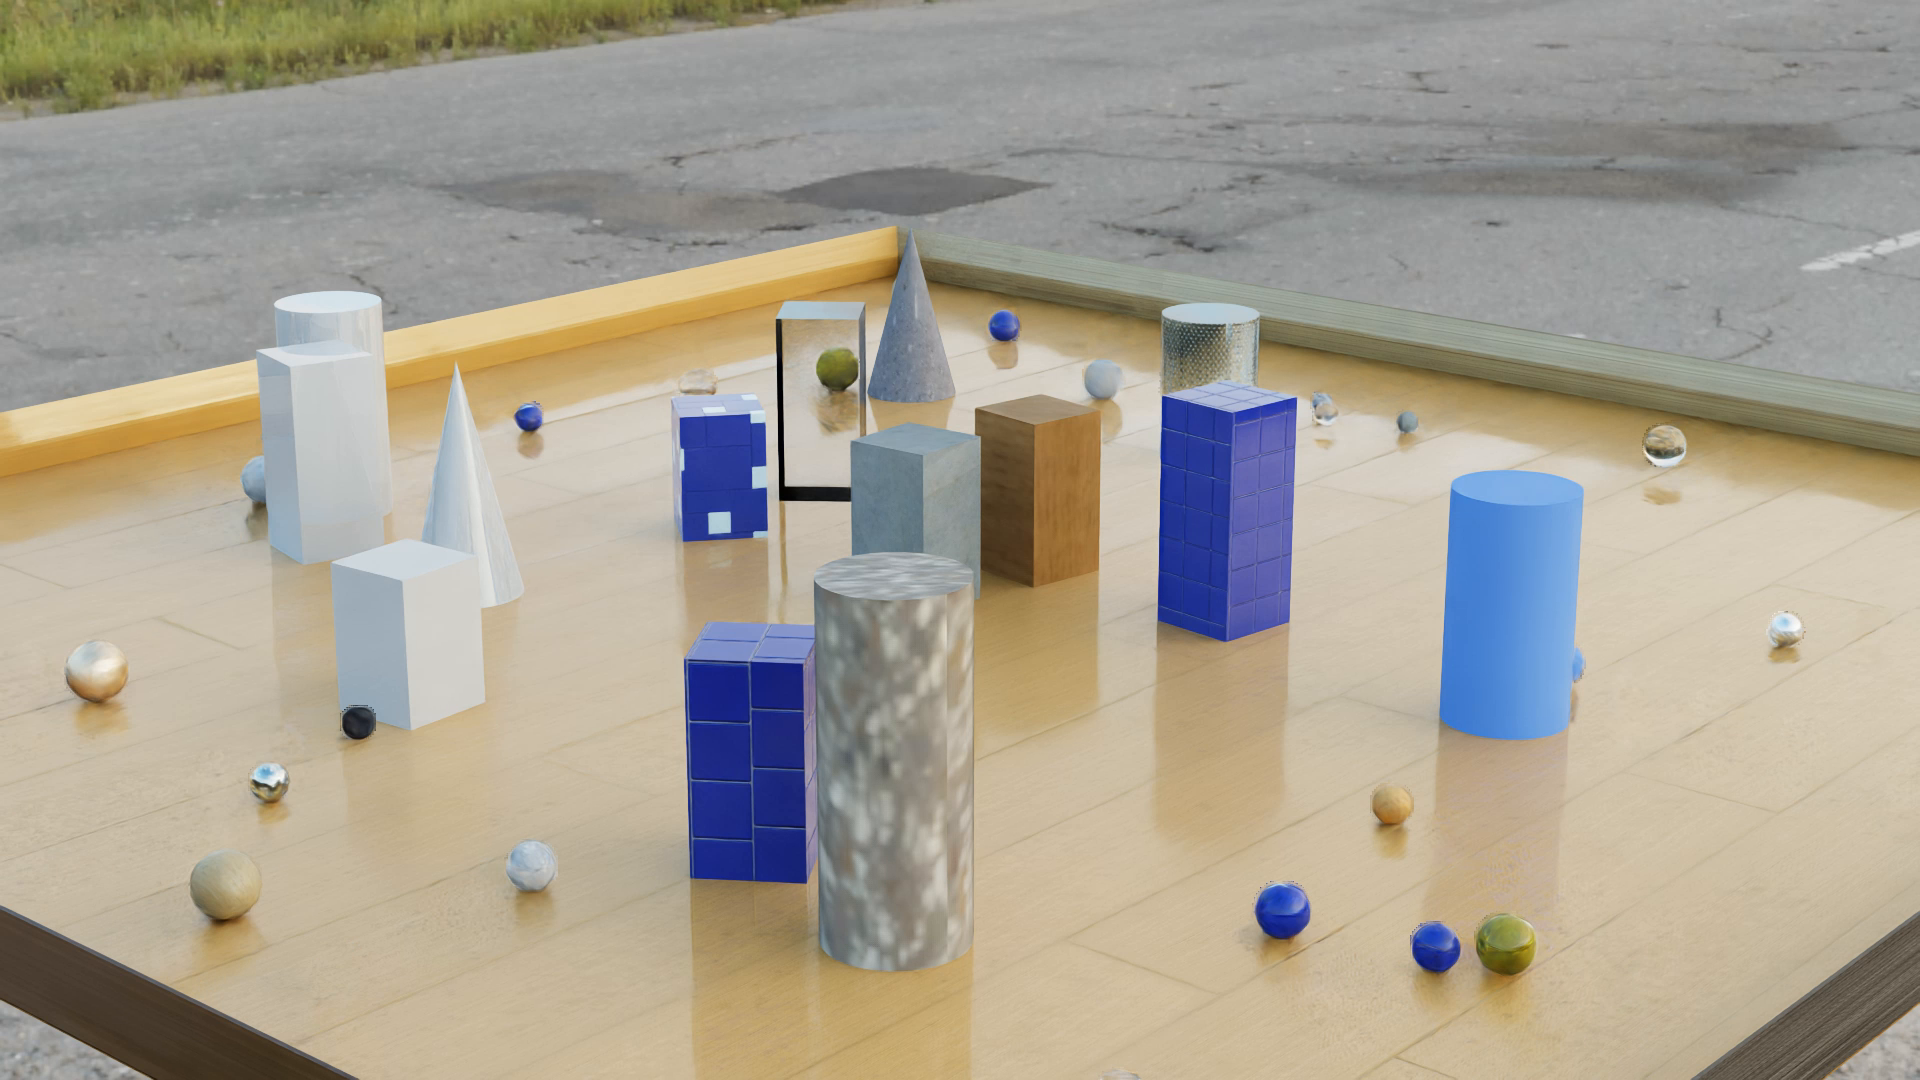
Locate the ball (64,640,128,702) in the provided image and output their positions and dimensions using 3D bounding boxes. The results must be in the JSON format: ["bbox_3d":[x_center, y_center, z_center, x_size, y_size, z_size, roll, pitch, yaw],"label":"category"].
[{"bbox_3d":[-1.355,0.206,4.604,0.096,0.096,0.096,0,17,0],"label":"ball"}]

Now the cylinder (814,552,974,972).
[{"bbox_3d":[-0.081,0.277,3.689,0.198,0.487,0.198,0,17,0],"label":"cylinder"}]

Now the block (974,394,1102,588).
[{"bbox_3d":[0.138,-0.090,5.238,0.159,0.297,0.159,-14,22,-39],"label":"block"}]

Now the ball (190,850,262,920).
[{"bbox_3d":[-0.954,0.448,3.809,0.091,0.091,0.091,0,17,0],"label":"ball"}]

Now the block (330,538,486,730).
[{"bbox_3d":[-0.857,0.145,4.557,0.159,0.240,0.159,12,21,35],"label":"block"}]

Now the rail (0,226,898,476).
[{"bbox_3d":[-1.457,-0.333,6.331,0.045,0.129,3.988,14,22,39],"label":"rail"}]

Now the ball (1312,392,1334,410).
[{"bbox_3d":[0.788,-0.298,6.368,0.044,0.044,0.044,0,17,0],"label":"ball"}]

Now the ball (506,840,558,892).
[{"bbox_3d":[-0.569,0.434,3.897,0.067,0.067,0.067,0,17,0],"label":"ball"}]

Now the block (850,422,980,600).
[{"bbox_3d":[-0.076,-0.035,5.064,0.159,0.291,0.159,13,21,36],"label":"block"}]

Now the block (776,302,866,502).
[{"bbox_3d":[-0.269,-0.271,5.727,0.159,0.362,0.159,1,17,3],"label":"block"}]

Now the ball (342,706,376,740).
[{"bbox_3d":[-0.912,0.277,4.447,0.050,0.050,0.050,0,17,0],"label":"ball"}]

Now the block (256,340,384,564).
[{"bbox_3d":[-1.167,-0.162,5.355,0.159,0.368,0.159,-11,20,-33],"label":"block"}]

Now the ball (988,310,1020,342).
[{"bbox_3d":[0.106,-0.513,7.027,0.075,0.075,0.075,0,17,0],"label":"ball"}]

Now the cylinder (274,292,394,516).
[{"bbox_3d":[-1.192,-0.253,5.586,0.198,0.409,0.198,0,17,0],"label":"cylinder"}]

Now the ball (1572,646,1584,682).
[{"bbox_3d":[0.958,0.197,4.676,0.072,0.072,0.072,0,17,0],"label":"ball"}]

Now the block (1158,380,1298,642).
[{"bbox_3d":[0.449,-0.051,4.939,0.159,0.395,0.159,-15,22,-40],"label":"block"}]

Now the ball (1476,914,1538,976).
[{"bbox_3d":[0.681,0.503,3.650,0.077,0.077,0.077,0,17,0],"label":"ball"}]

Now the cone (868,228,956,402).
[{"bbox_3d":[-0.108,-0.511,6.497,0.198,0.376,0.198,0,17,0],"label":"cone"}]

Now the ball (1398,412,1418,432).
[{"bbox_3d":[0.947,-0.249,6.204,0.044,0.044,0.044,0,17,0],"label":"ball"}]

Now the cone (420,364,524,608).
[{"bbox_3d":[-0.865,-0.108,5.091,0.198,0.417,0.198,0,17,0],"label":"cone"}]

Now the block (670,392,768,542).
[{"bbox_3d":[-0.452,-0.138,5.498,0.159,0.238,0.159,-3,17,-11],"label":"block"}]

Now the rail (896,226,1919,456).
[{"bbox_3d":[1.292,-0.397,6.544,3.908,0.129,0.045,14,22,39],"label":"rail"}]

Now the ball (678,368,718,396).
[{"bbox_3d":[-0.573,-0.332,6.411,0.085,0.085,0.085,0,17,0],"label":"ball"}]

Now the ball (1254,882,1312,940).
[{"bbox_3d":[0.414,0.475,3.754,0.072,0.072,0.072,0,17,0],"label":"ball"}]

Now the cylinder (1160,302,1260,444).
[{"bbox_3d":[0.508,-0.316,5.981,0.198,0.300,0.198,0,17,0],"label":"cylinder"}]

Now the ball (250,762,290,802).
[{"bbox_3d":[-0.990,0.347,4.206,0.056,0.056,0.056,0,17,0],"label":"ball"}]

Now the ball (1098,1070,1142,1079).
[{"bbox_3d":[0.179,0.624,3.272,0.064,0.064,0.064,0,17,0],"label":"ball"}]

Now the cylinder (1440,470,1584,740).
[{"bbox_3d":[0.843,0.098,4.489,0.198,0.370,0.198,0,17,0],"label":"cylinder"}]

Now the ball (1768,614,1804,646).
[{"bbox_3d":[1.370,0.149,4.862,0.055,0.055,0.055,0,17,0],"label":"ball"}]

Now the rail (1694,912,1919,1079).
[{"bbox_3d":[1.457,0.397,3.908,0.045,0.129,3.988,14,22,39],"label":"rail"}]

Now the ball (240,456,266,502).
[{"bbox_3d":[-1.348,-0.118,5.687,0.092,0.092,0.092,0,17,0],"label":"ball"}]

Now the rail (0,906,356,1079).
[{"bbox_3d":[-1.292,0.461,3.695,3.908,0.129,0.045,14,22,39],"label":"rail"}]

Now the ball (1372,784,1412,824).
[{"bbox_3d":[0.607,0.372,4.122,0.057,0.057,0.057,0,17,0],"label":"ball"}]

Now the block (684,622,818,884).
[{"bbox_3d":[-0.275,0.286,3.966,0.159,0.312,0.159,2,17,6],"label":"block"}]

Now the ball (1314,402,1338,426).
[{"bbox_3d":[0.782,-0.270,6.264,0.050,0.050,0.050,0,17,0],"label":"ball"}]

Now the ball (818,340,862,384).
[{"bbox_3d":[-0.270,-0.399,6.609,0.098,0.098,0.098,0,17,0],"label":"ball"}]

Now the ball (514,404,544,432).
[{"bbox_3d":[-0.913,-0.260,6.215,0.060,0.060,0.060,0,17,0],"label":"ball"}]

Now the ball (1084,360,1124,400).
[{"bbox_3d":[0.318,-0.355,6.477,0.089,0.089,0.089,0,17,0],"label":"ball"}]

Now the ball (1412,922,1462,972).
[{"bbox_3d":[0.594,0.509,3.659,0.061,0.061,0.061,0,17,0],"label":"ball"}]

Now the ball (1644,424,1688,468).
[{"bbox_3d":[1.429,-0.191,5.938,0.086,0.086,0.086,0,17,0],"label":"ball"}]
